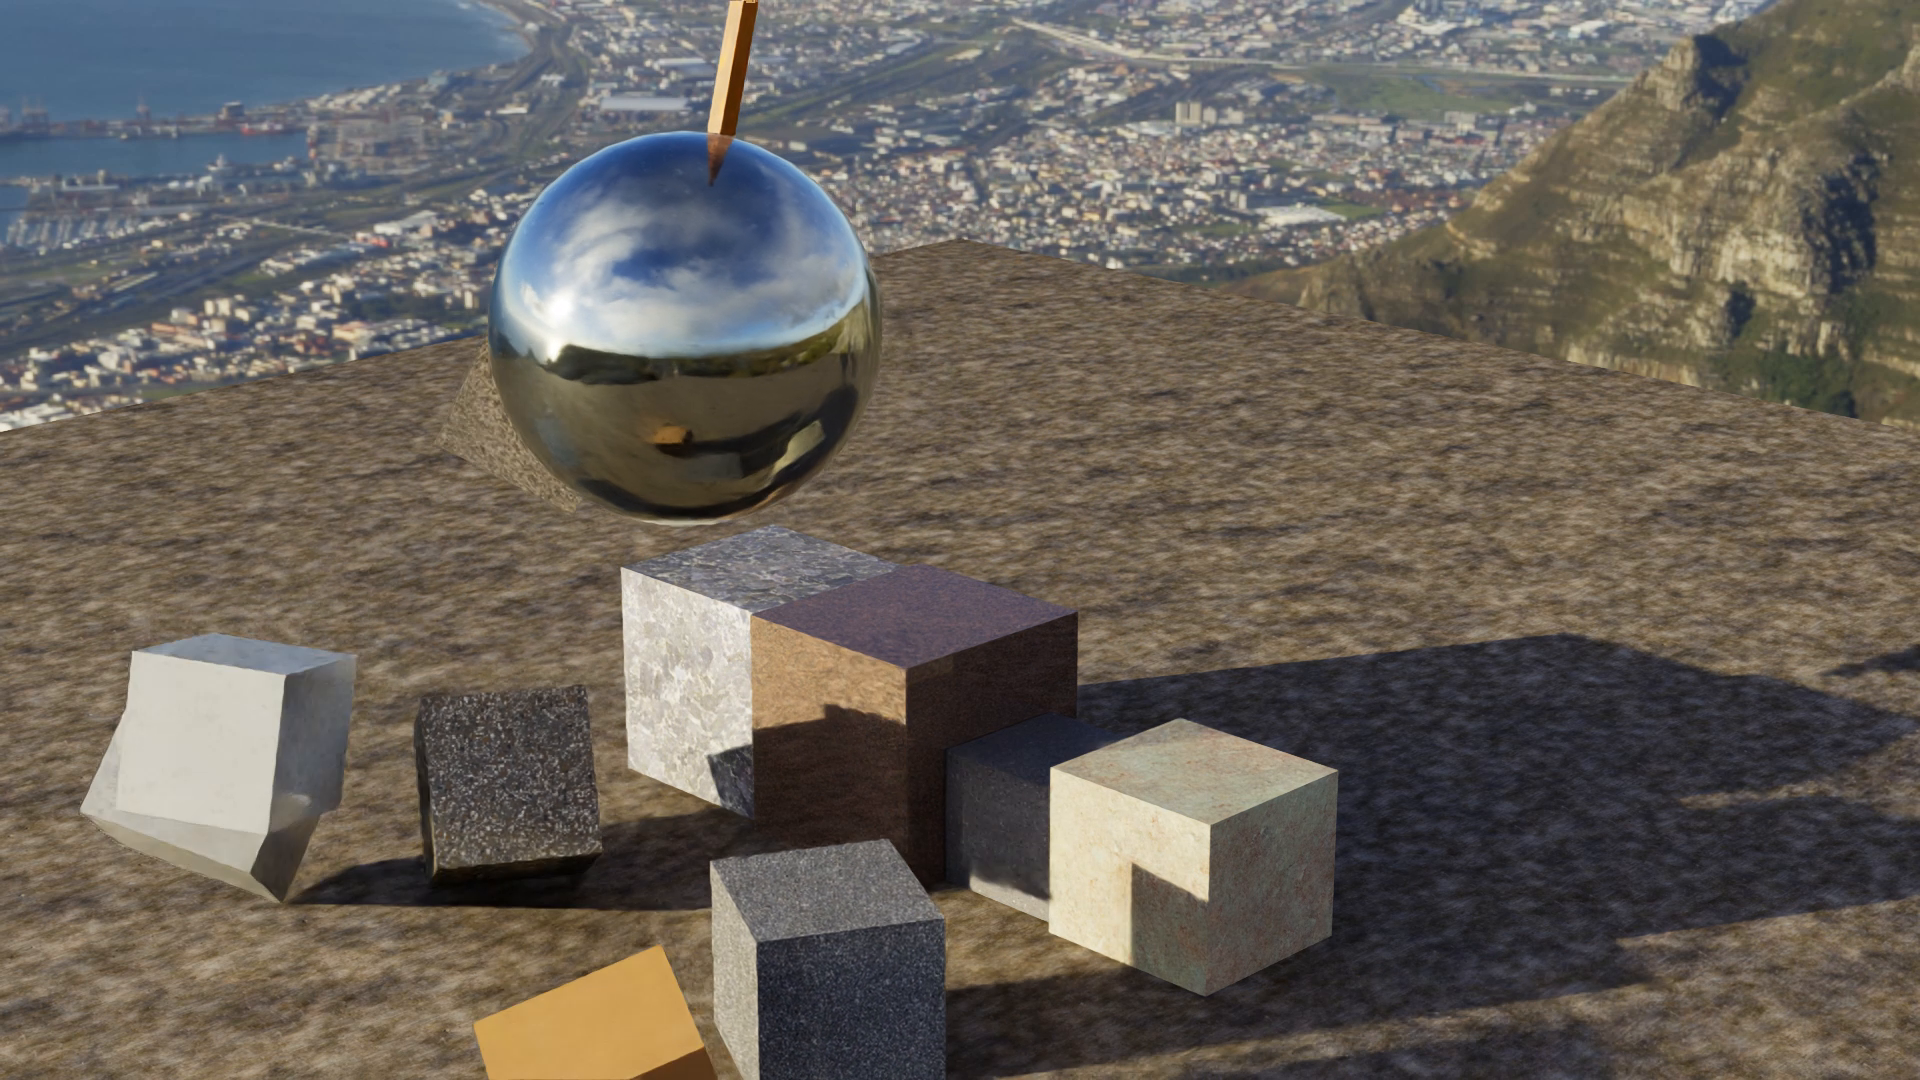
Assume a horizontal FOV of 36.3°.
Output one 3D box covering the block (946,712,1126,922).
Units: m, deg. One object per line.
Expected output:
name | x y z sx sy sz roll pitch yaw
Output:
block | 0.431 1.252 13.303 0.698 0.634 0.708 -17 24 -42

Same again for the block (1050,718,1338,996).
block | 1.009 1.356 12.736 0.850 0.776 0.899 -17 24 -42

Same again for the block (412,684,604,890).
block | -2.027 1.108 13.075 0.714 0.741 0.812 -5 -11 -14

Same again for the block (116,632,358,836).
block | -2.965 0.784 12.065 0.650 0.647 0.770 8 5 9

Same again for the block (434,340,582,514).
block | -1.876 -0.726 13.551 0.713 0.784 0.640 28 43 -8

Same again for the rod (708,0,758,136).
rod | -0.482 -4.174 11.525 0.080 5.200 0.080 17 9 42

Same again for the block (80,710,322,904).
block | -3.273 1.074 12.914 0.782 0.706 0.760 19 -16 4

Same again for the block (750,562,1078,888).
block | -0.213 0.856 13.817 1.113 1.082 1.047 -17 24 -42

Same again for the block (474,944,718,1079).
block | -1.230 2.015 10.459 0.730 0.638 0.742 -22 26 -9

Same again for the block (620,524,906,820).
block | -0.946 0.641 14.541 0.998 1.058 1.034 -17 24 -42

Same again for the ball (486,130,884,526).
ball | -1.113 -0.854 11.907 1.600 1.600 1.600 0 17 0

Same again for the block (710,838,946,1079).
block | -0.532 1.719 11.670 0.747 0.723 0.807 -5 18 -16
